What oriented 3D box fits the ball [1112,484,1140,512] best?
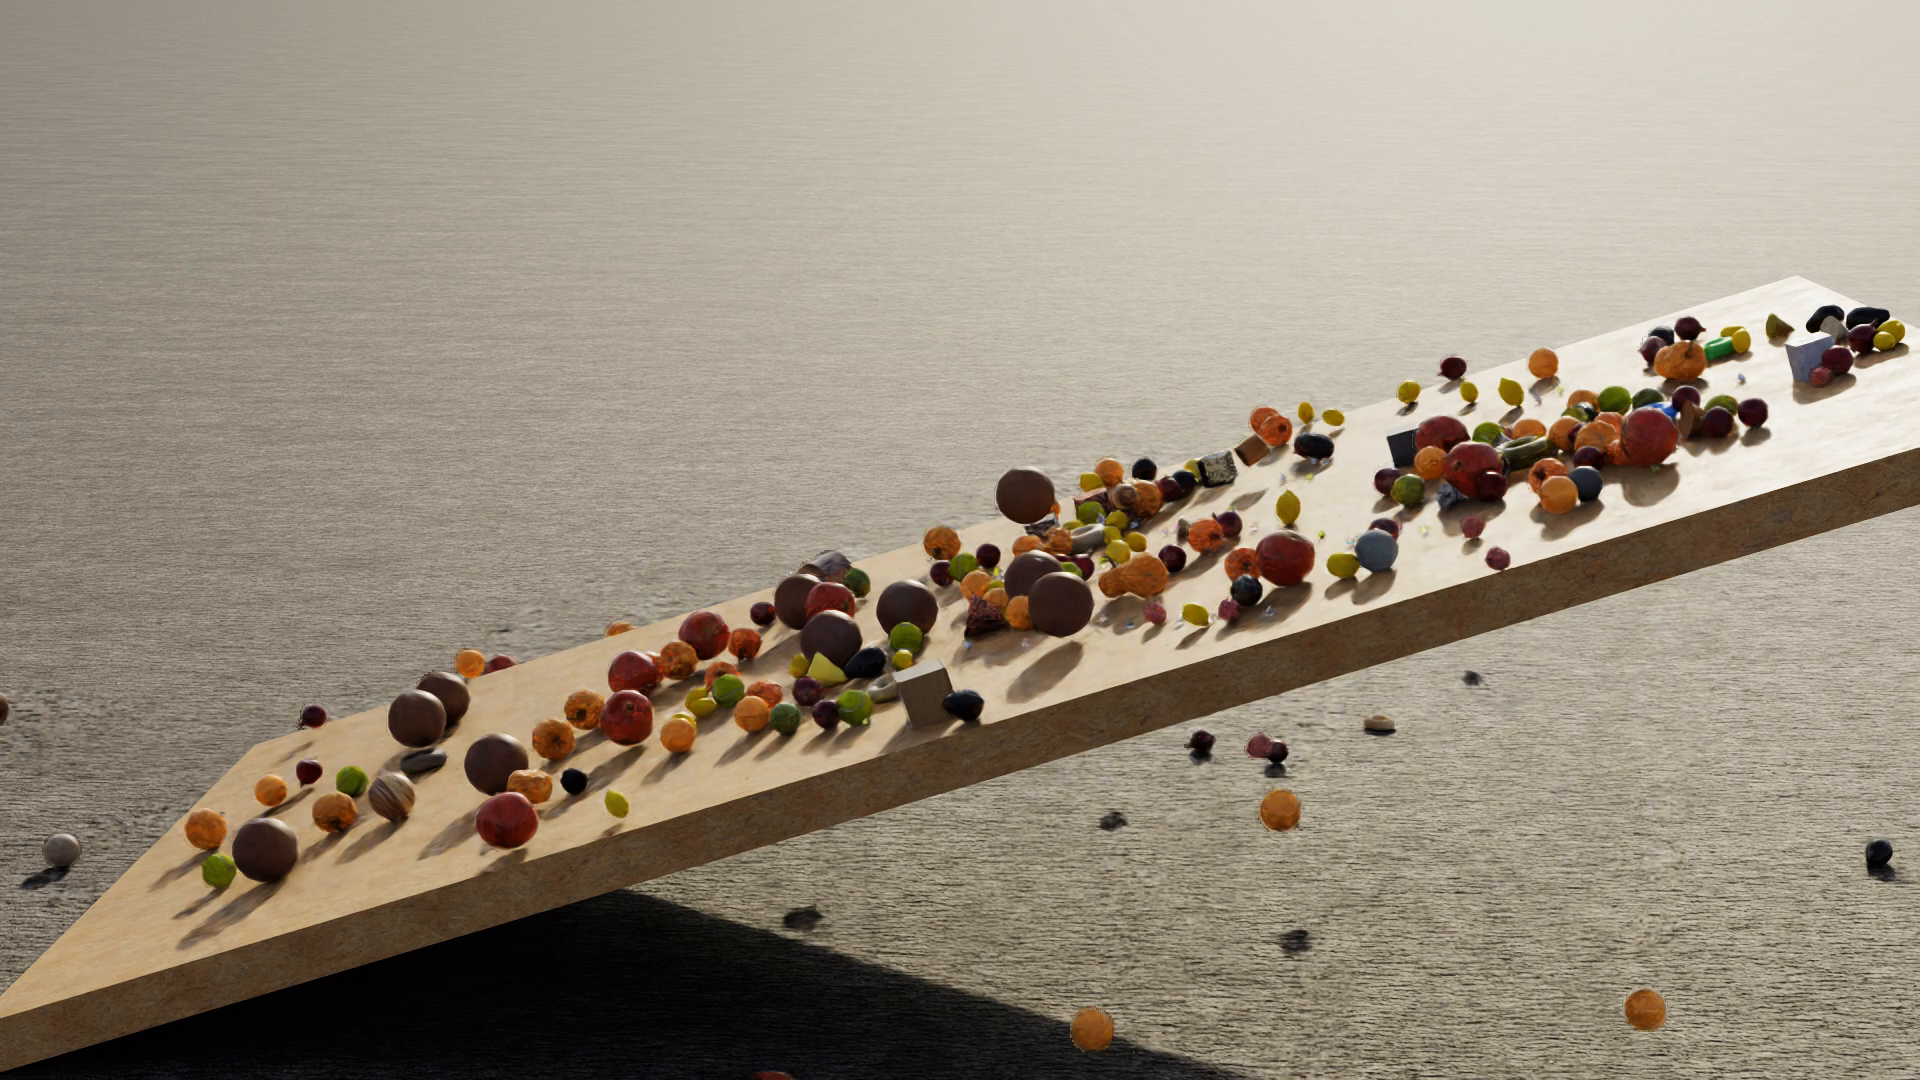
[{"bbox_3d":[0.375,-0.095,6.634,0.063,0.063,0.063,0,11,0],"label":"ball"}]

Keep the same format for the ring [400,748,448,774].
[{"bbox_3d":[-1.184,0.487,6.492,0.106,0.035,0.106,-13,8,2],"label":"ring"}]

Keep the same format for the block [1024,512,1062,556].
[{"bbox_3d":[0.193,-0.014,6.718,0.069,0.069,0.069,-16,10,10],"label":"block"}]

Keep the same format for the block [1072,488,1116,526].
[{"bbox_3d":[0.310,-0.073,6.824,0.071,0.071,0.071,-19,10,-5],"label":"block"}]

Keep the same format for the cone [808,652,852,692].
[{"bbox_3d":[-0.259,0.278,6.031,0.085,0.085,0.085,12,13,10],"label":"cone"}]

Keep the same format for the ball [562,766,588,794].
[{"bbox_3d":[-0.761,0.474,5.804,0.052,0.052,0.052,0,11,0],"label":"ball"}]

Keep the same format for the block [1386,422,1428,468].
[{"bbox_3d":[0.973,-0.207,6.398,0.074,0.074,0.074,-16,10,11],"label":"block"}]

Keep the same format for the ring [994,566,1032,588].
[{"bbox_3d":[0.118,0.082,6.454,0.088,0.029,0.088,-19,7,2],"label":"ring"}]

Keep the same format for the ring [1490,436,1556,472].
[{"bbox_3d":[1.150,-0.177,6.023,0.140,0.047,0.140,-17,9,3],"label":"ring"}]

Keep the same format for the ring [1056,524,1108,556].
[{"bbox_3d":[0.274,0.000,6.586,0.124,0.041,0.124,-19,11,4],"label":"ring"}]

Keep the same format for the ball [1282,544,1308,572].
[{"bbox_3d":[0.653,0.036,5.723,0.052,0.052,0.052,0,11,0],"label":"ball"}]

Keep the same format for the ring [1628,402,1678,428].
[{"bbox_3d":[1.416,-0.255,6.013,0.102,0.034,0.102,-16,11,3],"label":"ring"}]

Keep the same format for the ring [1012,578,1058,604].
[{"bbox_3d":[0.159,0.109,6.230,0.104,0.035,0.104,-17,11,4],"label":"ring"}]

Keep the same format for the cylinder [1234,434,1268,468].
[{"bbox_3d":[0.666,-0.204,6.709,0.055,0.055,0.055,-38,20,-8],"label":"cylinder"}]

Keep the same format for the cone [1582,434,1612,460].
[{"bbox_3d":[1.278,-0.180,5.878,0.056,0.056,0.056,9,11,0],"label":"cone"}]

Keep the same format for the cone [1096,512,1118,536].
[{"bbox_3d":[0.322,-0.038,6.665,0.056,0.056,0.056,-17,10,3],"label":"cone"}]

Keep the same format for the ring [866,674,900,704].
[{"bbox_3d":[-0.144,0.291,5.768,0.090,0.030,0.090,-22,19,8],"label":"ring"}]

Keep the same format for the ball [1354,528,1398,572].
[{"bbox_3d":[0.781,0.019,5.514,0.080,0.080,0.080,0,11,0],"label":"ball"}]

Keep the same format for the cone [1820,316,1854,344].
[{"bbox_3d":[1.866,-0.438,6.228,0.064,0.064,0.064,7,8,-20],"label":"cone"}]

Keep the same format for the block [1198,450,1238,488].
[{"bbox_3d":[0.599,-0.165,6.835,0.065,0.065,0.065,-13,11,24],"label":"block"}]

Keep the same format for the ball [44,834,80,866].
[{"bbox_3d":[-2.069,0.715,6.779,0.077,0.077,0.077,0,11,0],"label":"ball"}]

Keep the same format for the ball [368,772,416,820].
[{"bbox_3d":[-1.176,0.530,6.092,0.097,0.097,0.097,0,11,0],"label":"ball"}]

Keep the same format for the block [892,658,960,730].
[{"bbox_3d":[-0.063,0.287,5.494,0.094,0.094,0.094,-19,10,-4],"label":"block"}]

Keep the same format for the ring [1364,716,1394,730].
[{"bbox_3d":[1.140,0.497,7.990,0.084,0.028,0.084,1,11,0],"label":"ring"}]

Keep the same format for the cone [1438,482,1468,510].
[{"bbox_3d":[0.989,-0.084,5.858,0.056,0.056,0.056,7,8,-24],"label":"cone"}]

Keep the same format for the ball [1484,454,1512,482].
[{"bbox_3d":[1.084,-0.145,5.937,0.055,0.055,0.055,0,11,0],"label":"ball"}]

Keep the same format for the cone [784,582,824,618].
[{"bbox_3d":[-0.354,0.150,6.863,0.088,0.088,0.088,12,14,11],"label":"cone"}]

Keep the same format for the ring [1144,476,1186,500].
[{"bbox_3d":[0.482,-0.124,6.905,0.103,0.034,0.103,-18,9,3],"label":"ring"}]

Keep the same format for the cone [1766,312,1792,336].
[{"bbox_3d":[1.814,-0.468,6.481,0.057,0.057,0.057,18,11,-3],"label":"cone"}]

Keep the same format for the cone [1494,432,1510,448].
[{"bbox_3d":[1.152,-0.190,6.136,0.063,0.063,0.063,9,11,-3],"label":"cone"}]

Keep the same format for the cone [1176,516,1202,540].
[{"bbox_3d":[0.499,-0.023,6.375,0.051,0.051,0.051,9,11,0],"label":"cone"}]

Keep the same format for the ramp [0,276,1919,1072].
[{"bbox_3d":[0.098,0.184,6.313,4.000,0.100,2.000,-17,10,5],"label":"ramp"}]

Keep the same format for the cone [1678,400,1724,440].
[{"bbox_3d":[1.467,-0.230,5.788,0.080,0.080,0.080,8,11,-6],"label":"cone"}]

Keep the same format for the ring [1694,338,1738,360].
[{"bbox_3d":[1.665,-0.422,6.477,0.094,0.031,0.094,-18,9,3],"label":"ring"}]

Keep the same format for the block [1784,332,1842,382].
[{"bbox_3d":[1.732,-0.372,5.975,0.076,0.076,0.076,-18,10,1],"label":"block"}]

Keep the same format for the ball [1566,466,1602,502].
[{"bbox_3d":[1.176,-0.106,5.540,0.068,0.068,0.068,0,11,0],"label":"ball"}]

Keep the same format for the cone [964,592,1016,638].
[{"bbox_3d":[0.066,0.163,6.070,0.099,0.099,0.099,10,12,1],"label":"cone"}]

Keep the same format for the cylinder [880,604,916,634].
[{"bbox_3d":[-0.133,0.170,6.338,0.055,0.055,0.055,-11,3,36],"label":"cylinder"}]

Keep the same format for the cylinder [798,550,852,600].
[{"bbox_3d":[-0.320,0.085,6.996,0.093,0.093,0.093,8,24,34],"label":"cylinder"}]
